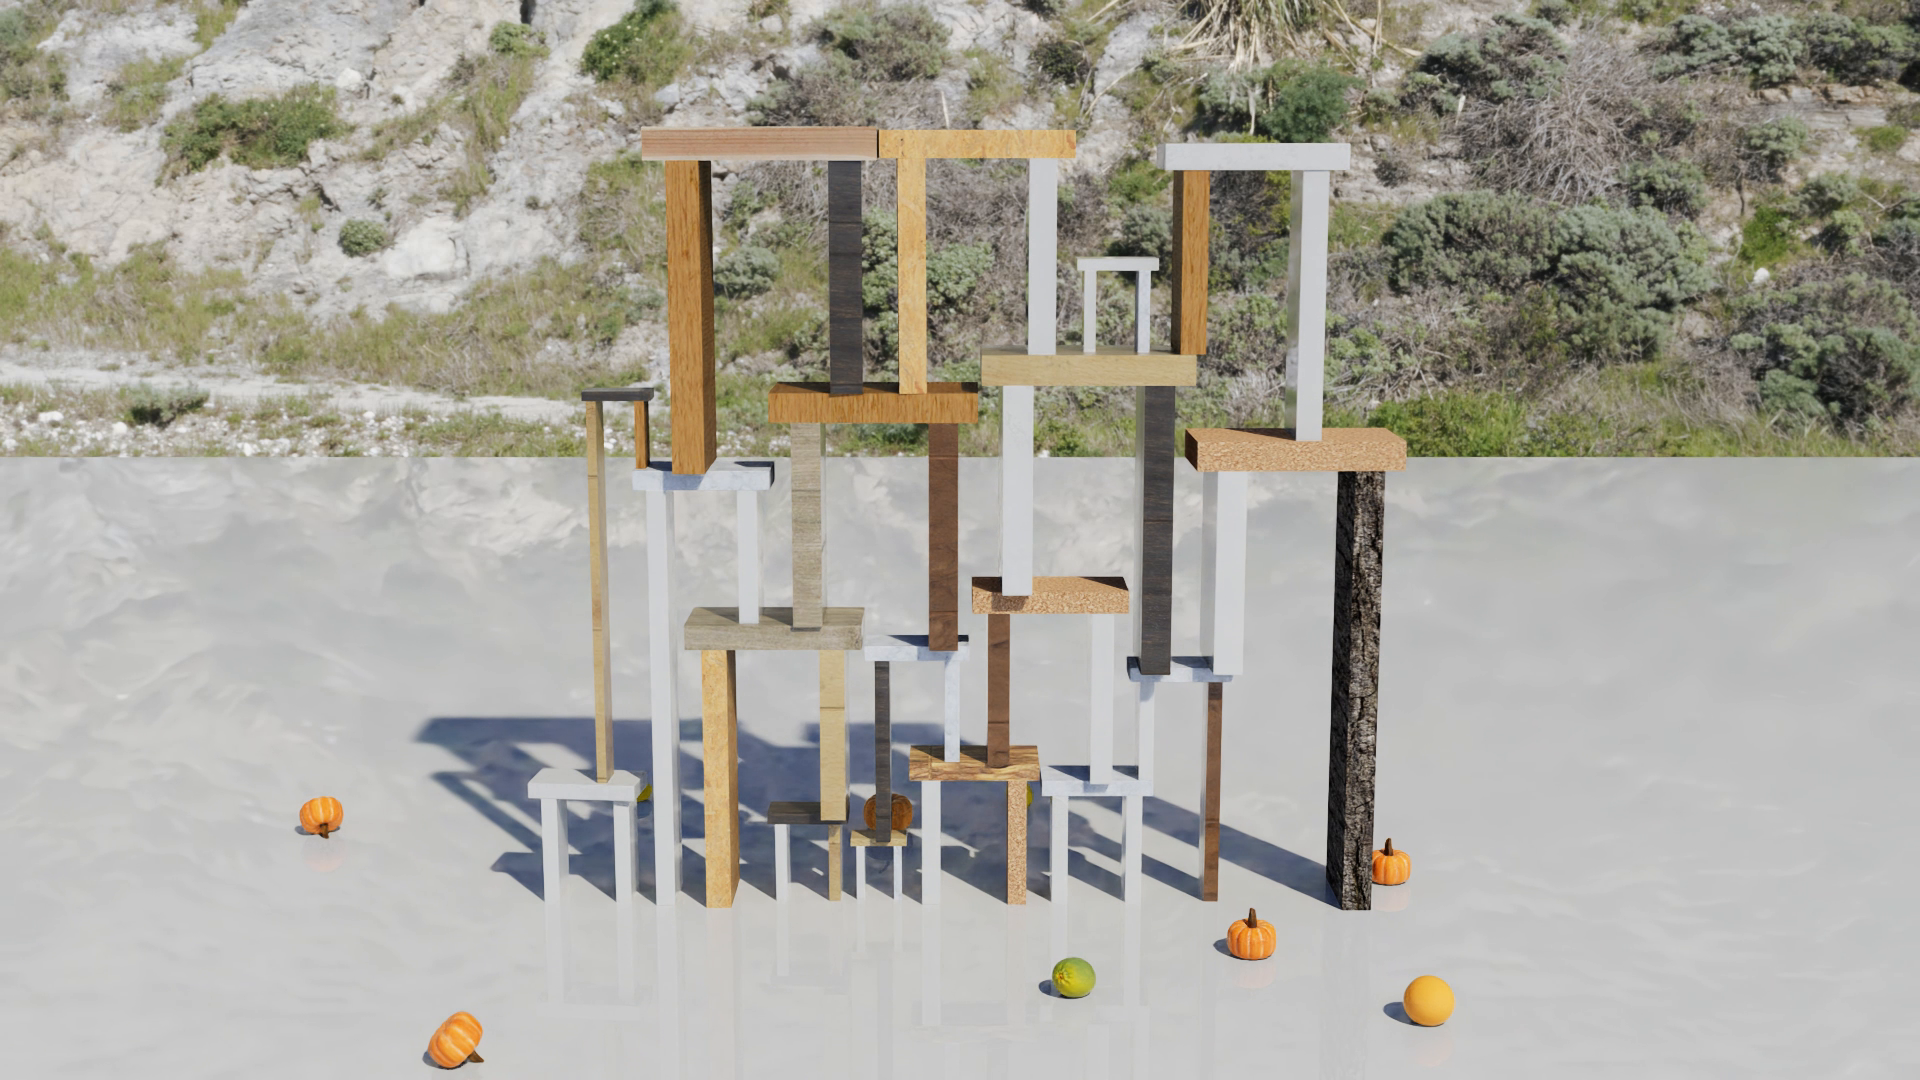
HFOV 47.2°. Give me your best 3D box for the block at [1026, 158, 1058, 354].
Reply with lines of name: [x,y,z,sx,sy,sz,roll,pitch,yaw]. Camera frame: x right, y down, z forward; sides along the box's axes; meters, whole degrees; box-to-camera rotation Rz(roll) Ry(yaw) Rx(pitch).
block: [0.128,-0.451,3.475,0.043,0.301,0.151,0,11,0]

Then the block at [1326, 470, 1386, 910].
block: [0.647,0.233,3.604,0.047,0.725,0.164,0,11,0]

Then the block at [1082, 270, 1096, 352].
block: [0.204,-0.365,3.486,0.018,0.128,0.064,0,11,0]

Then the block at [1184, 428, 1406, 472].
block: [0.535,-0.146,3.532,0.329,0.047,0.164,0,11,-1]

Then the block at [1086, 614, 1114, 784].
block: [0.229,0.246,3.609,0.035,0.284,0.125,0,11,0]

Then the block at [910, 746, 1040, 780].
block: [0.023,0.367,3.627,0.211,0.030,0.106,0,11,0]

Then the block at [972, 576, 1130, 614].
block: [0.145,0.089,3.577,0.250,0.035,0.125,0,11,0]

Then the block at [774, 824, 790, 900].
block: [-0.294,0.526,3.655,0.019,0.131,0.066,0,11,0]

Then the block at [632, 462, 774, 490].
block: [-0.411,-0.104,3.538,0.217,0.031,0.108,0,11,0]

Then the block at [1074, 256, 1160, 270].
block: [0.247,-0.437,3.473,0.128,0.018,0.064,0,11,0]

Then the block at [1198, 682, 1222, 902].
block: [0.414,0.406,3.638,0.023,0.373,0.083,0,11,0]

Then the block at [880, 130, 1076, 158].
block: [0.026,-0.621,3.444,0.302,0.043,0.151,0,11,-1]

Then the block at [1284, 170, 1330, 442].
block: [0.549,-0.375,3.488,0.040,0.420,0.142,0,11,1]

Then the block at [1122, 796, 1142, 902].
block: [0.285,0.500,3.656,0.026,0.182,0.091,0,11,0]

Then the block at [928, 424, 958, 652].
block: [-0.026,-0.018,3.558,0.046,0.367,0.164,0,11,0]

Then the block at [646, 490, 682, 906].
block: [-0.483,0.251,3.604,0.031,0.691,0.108,0,11,0]

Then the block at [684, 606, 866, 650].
block: [-0.300,0.144,3.588,0.283,0.040,0.142,0,10,0]

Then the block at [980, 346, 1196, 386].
block: [0.200,-0.279,3.503,0.334,0.047,0.167,0,11,0]

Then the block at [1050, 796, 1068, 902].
block: [0.164,0.500,3.656,0.026,0.182,0.091,0,11,0]

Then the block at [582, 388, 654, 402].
block: [-0.546,-0.232,3.508,0.109,0.015,0.054,0,11,-2]

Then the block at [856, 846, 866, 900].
block: [-0.164,0.546,3.656,0.013,0.092,0.046,0,11,0]

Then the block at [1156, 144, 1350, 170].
block: [0.456,-0.600,3.441,0.284,0.040,0.142,0,11,0]

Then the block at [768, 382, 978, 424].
block: [-0.135,-0.221,3.521,0.328,0.046,0.164,0,11,0]

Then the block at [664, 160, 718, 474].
block: [-0.426,-0.358,3.494,0.051,0.485,0.180,0,11,0]

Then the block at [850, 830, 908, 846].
block: [-0.134,0.494,3.647,0.092,0.013,0.046,0,11,0]

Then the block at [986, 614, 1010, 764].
block: [0.062,0.230,3.602,0.035,0.250,0.125,0,11,-1]

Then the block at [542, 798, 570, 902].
block: [-0.673,0.502,3.656,0.025,0.177,0.089,0,11,0]

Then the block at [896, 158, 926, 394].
block: [-0.077,-0.420,3.474,0.043,0.362,0.151,-1,11,-2]

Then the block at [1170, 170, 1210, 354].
block: [0.363,-0.442,3.473,0.040,0.283,0.142,0,11,-1]

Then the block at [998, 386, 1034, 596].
block: [0.089,-0.091,3.536,0.047,0.334,0.167,0,11,-1]

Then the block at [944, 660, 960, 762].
block: [-0.013,0.270,3.606,0.024,0.169,0.085,0,11,0]

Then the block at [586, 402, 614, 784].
block: [-0.584,0.084,3.565,0.015,0.628,0.054,1,11,4]

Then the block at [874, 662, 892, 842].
block: [-0.126,0.337,3.618,0.024,0.306,0.085,0,11,0]

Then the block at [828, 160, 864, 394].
block: [-0.182,-0.421,3.486,0.051,0.359,0.180,-1,11,-4]

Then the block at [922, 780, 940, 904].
block: [-0.047,0.486,3.649,0.030,0.212,0.106,0,11,0]

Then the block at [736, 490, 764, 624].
block: [-0.339,0.018,3.562,0.031,0.217,0.108,0,10,0]

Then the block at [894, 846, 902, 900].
block: [-0.103,0.546,3.656,0.013,0.092,0.046,0,11,-1]

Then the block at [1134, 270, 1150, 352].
block: [0.289,-0.365,3.487,0.018,0.128,0.064,0,11,0]

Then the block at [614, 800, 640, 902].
block: [-0.554,0.502,3.656,0.025,0.177,0.089,0,11,0]

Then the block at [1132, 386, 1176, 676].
block: [0.312,-0.028,3.552,0.047,0.464,0.167,0,11,0]

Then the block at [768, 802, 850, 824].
block: [-0.250,0.452,3.641,0.131,0.019,0.066,0,10,0]

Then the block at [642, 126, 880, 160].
block: [-0.307,-0.622,3.445,0.359,0.051,0.180,0,11,0]

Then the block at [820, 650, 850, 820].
block: [-0.206,0.303,3.617,0.040,0.283,0.142,0,10,0]

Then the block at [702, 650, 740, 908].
block: [-0.395,0.377,3.631,0.040,0.434,0.142,0,11,0]

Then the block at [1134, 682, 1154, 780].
block: [0.304,0.304,3.620,0.023,0.166,0.083,0,11,0]

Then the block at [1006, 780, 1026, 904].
block: [0.094,0.486,3.649,0.030,0.211,0.106,0,11,0]

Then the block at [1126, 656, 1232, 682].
block: [0.359,0.211,3.601,0.166,0.023,0.083,0,11,0]

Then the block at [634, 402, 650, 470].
block: [-0.509,-0.172,3.521,0.015,0.109,0.054,0,11,0]

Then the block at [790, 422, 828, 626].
block: [-0.243,-0.037,3.556,0.046,0.328,0.164,0,10,0]

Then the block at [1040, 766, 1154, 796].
block: [0.225,0.398,3.637,0.182,0.026,0.091,0,11,0]

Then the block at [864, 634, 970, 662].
block: [-0.070,0.176,3.585,0.169,0.024,0.085,0,11,-1]

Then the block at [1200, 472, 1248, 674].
block: [0.426,0.039,3.564,0.047,0.328,0.164,0,11,-2]

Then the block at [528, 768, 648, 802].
block: [-0.614,0.404,3.633,0.177,0.025,0.089,1,11,5]

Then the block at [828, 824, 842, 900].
block: [-0.206,0.526,3.655,0.019,0.131,0.066,0,10,0]
